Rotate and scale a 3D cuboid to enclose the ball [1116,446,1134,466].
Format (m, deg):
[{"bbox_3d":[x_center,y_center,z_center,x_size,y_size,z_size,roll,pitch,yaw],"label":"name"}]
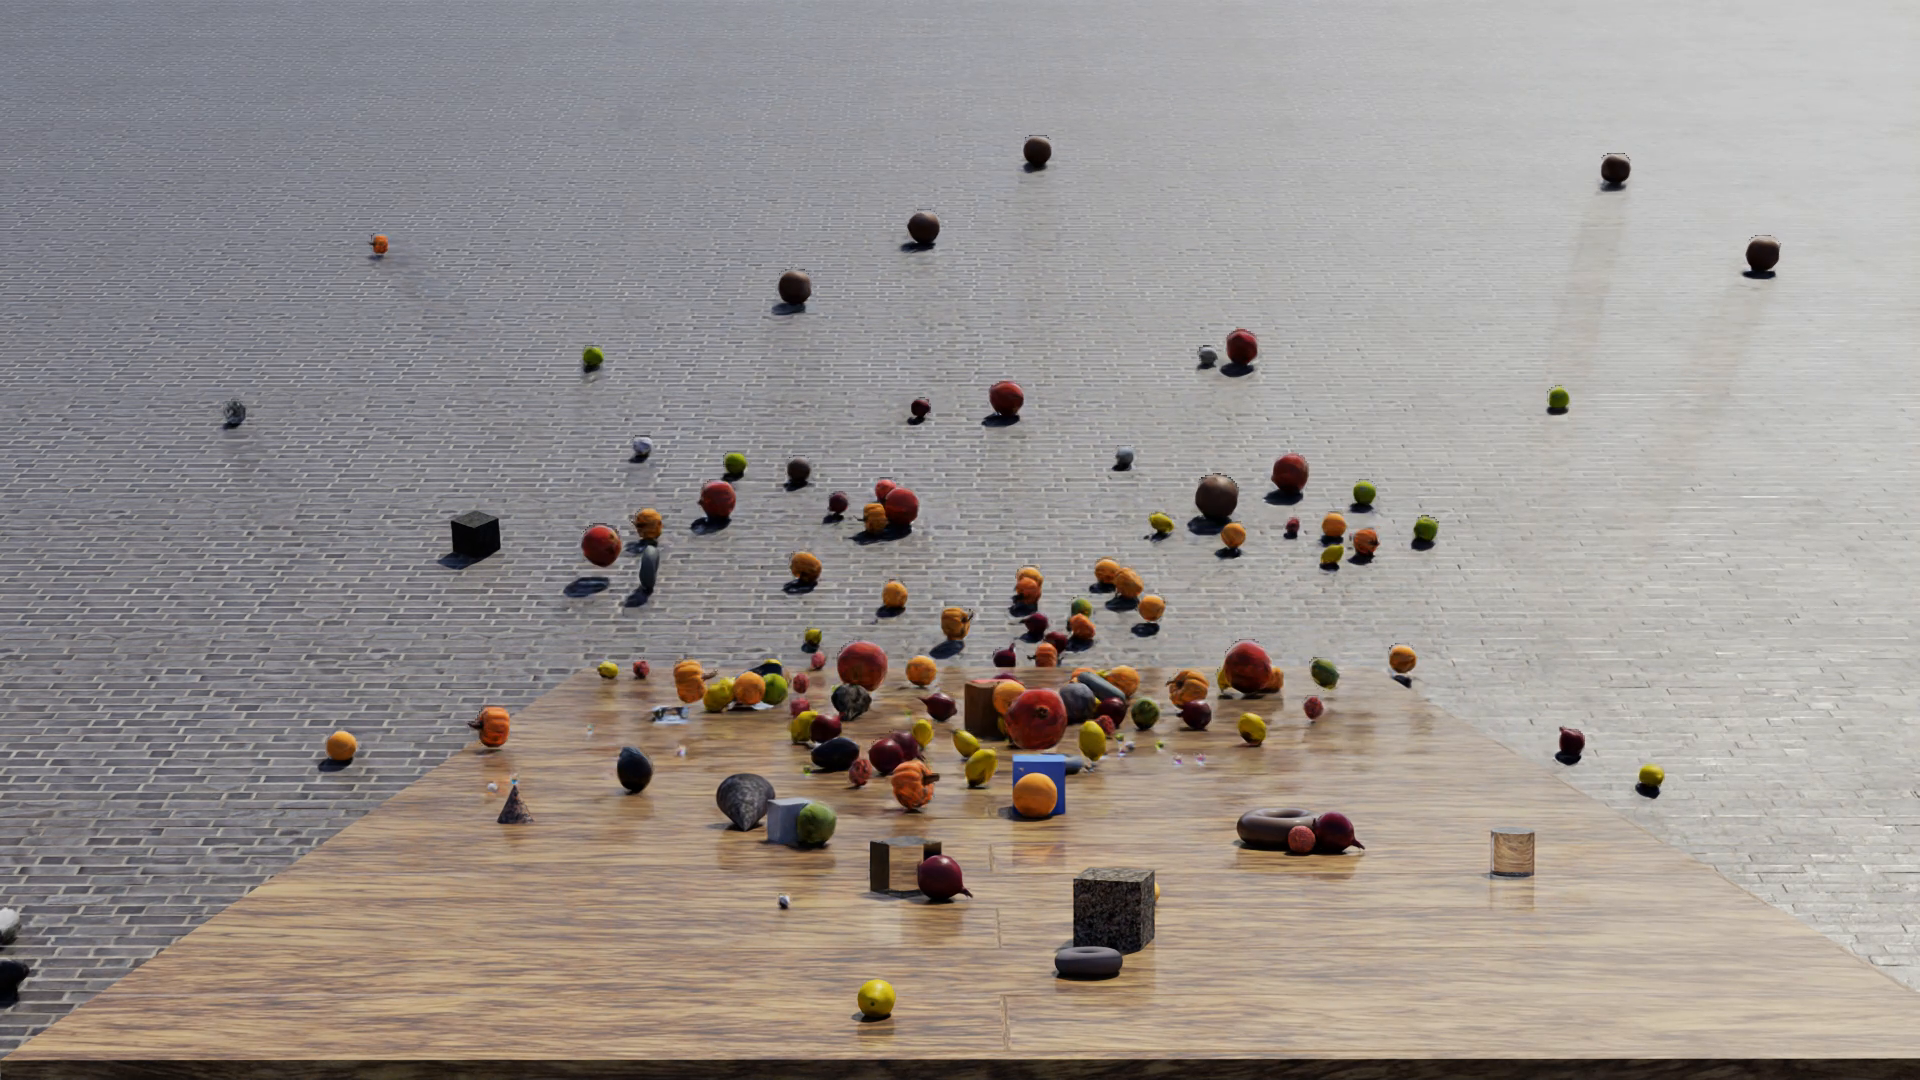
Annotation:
[{"bbox_3d":[0.522,-0.265,8.131,0.060,0.060,0.060,0,22,0],"label":"ball"}]

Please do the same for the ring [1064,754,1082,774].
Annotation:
[{"bbox_3d":[0.175,0.400,4.595,0.089,0.030,0.089,-1,3,0],"label":"ring"}]

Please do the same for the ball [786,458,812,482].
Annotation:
[{"bbox_3d":[-0.500,-0.218,7.997,0.075,0.075,0.075,0,22,0],"label":"ball"}]

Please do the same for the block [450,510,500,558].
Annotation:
[{"bbox_3d":[-1.407,-0.016,7.475,0.097,0.097,0.097,16,27,34],"label":"block"}]

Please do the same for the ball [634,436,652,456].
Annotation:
[{"bbox_3d":[-1.012,-0.299,8.211,0.063,0.063,0.063,0,22,0],"label":"ball"}]

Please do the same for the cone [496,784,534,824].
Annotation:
[{"bbox_3d":[-0.698,0.412,4.034,0.058,0.058,0.058,0,3,0],"label":"cone"}]

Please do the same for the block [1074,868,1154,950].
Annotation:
[{"bbox_3d":[0.186,0.444,3.098,0.082,0.082,0.082,1,3,16],"label":"block"}]

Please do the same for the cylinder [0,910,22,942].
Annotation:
[{"bbox_3d":[-2.042,0.825,5.475,0.060,0.060,0.060,11,14,24],"label":"cylinder"}]

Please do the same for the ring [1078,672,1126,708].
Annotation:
[{"bbox_3d":[0.302,0.318,5.489,0.115,0.038,0.115,32,2,-1],"label":"ring"}]

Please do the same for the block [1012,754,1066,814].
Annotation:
[{"bbox_3d":[0.127,0.393,4.149,0.084,0.084,0.084,0,3,2],"label":"block"}]

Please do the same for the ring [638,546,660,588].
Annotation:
[{"bbox_3d":[-0.870,0.076,7.210,0.041,0.122,0.122,14,20,-12],"label":"ring"}]

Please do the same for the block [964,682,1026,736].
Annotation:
[{"bbox_3d":[0.070,0.339,5.178,0.096,0.096,0.096,-1,3,-20],"label":"block"}]

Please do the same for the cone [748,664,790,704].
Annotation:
[{"bbox_3d":[-0.416,0.340,5.720,0.096,0.096,0.096,-5,30,-12],"label":"cone"}]

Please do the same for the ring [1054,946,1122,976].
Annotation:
[{"bbox_3d":[0.147,0.480,2.929,0.078,0.026,0.078,-1,-1,0],"label":"ring"}]

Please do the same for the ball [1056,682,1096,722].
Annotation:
[{"bbox_3d":[0.241,0.337,5.365,0.081,0.081,0.081,0,22,0],"label":"ball"}]

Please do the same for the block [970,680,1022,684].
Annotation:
[{"bbox_3d":[0.076,0.337,5.343,0.085,0.085,0.085,-1,3,-20],"label":"block"}]

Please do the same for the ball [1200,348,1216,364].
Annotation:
[{"bbox_3d":[0.876,-0.650,9.070,0.059,0.059,0.059,0,22,0],"label":"ball"}]

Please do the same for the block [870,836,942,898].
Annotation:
[{"bbox_3d":[-0.072,0.435,3.429,0.068,0.068,0.068,-2,3,-39],"label":"block"}]

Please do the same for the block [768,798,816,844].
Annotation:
[{"bbox_3d":[-0.253,0.420,3.857,0.057,0.057,0.057,-1,3,-23],"label":"block"}]

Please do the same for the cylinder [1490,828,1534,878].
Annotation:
[{"bbox_3d":[0.766,0.432,3.565,0.060,0.060,0.060,0,3,0],"label":"cylinder"}]

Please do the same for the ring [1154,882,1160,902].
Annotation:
[{"bbox_3d":[0.215,0.458,3.353,0.092,0.031,0.092,1,3,0],"label":"ring"}]

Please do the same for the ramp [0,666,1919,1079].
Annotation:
[{"bbox_3d":[0.052,0.467,4.534,2.000,0.100,4.000,0,3,0],"label":"ramp"}]

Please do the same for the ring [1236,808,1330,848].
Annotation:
[{"bbox_3d":[0.480,0.428,3.823,0.137,0.046,0.137,0,4,0],"label":"ring"}]

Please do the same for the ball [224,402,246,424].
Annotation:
[{"bbox_3d":[-2.395,-0.421,8.498,0.070,0.070,0.070,0,22,0],"label":"ball"}]

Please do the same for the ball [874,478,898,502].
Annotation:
[{"bbox_3d":[-0.224,-0.151,7.841,0.070,0.070,0.070,0,22,0],"label":"ball"}]

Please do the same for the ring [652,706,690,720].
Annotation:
[{"bbox_3d":[-0.607,0.363,5.409,0.080,0.027,0.080,2,0,0],"label":"ring"}]
